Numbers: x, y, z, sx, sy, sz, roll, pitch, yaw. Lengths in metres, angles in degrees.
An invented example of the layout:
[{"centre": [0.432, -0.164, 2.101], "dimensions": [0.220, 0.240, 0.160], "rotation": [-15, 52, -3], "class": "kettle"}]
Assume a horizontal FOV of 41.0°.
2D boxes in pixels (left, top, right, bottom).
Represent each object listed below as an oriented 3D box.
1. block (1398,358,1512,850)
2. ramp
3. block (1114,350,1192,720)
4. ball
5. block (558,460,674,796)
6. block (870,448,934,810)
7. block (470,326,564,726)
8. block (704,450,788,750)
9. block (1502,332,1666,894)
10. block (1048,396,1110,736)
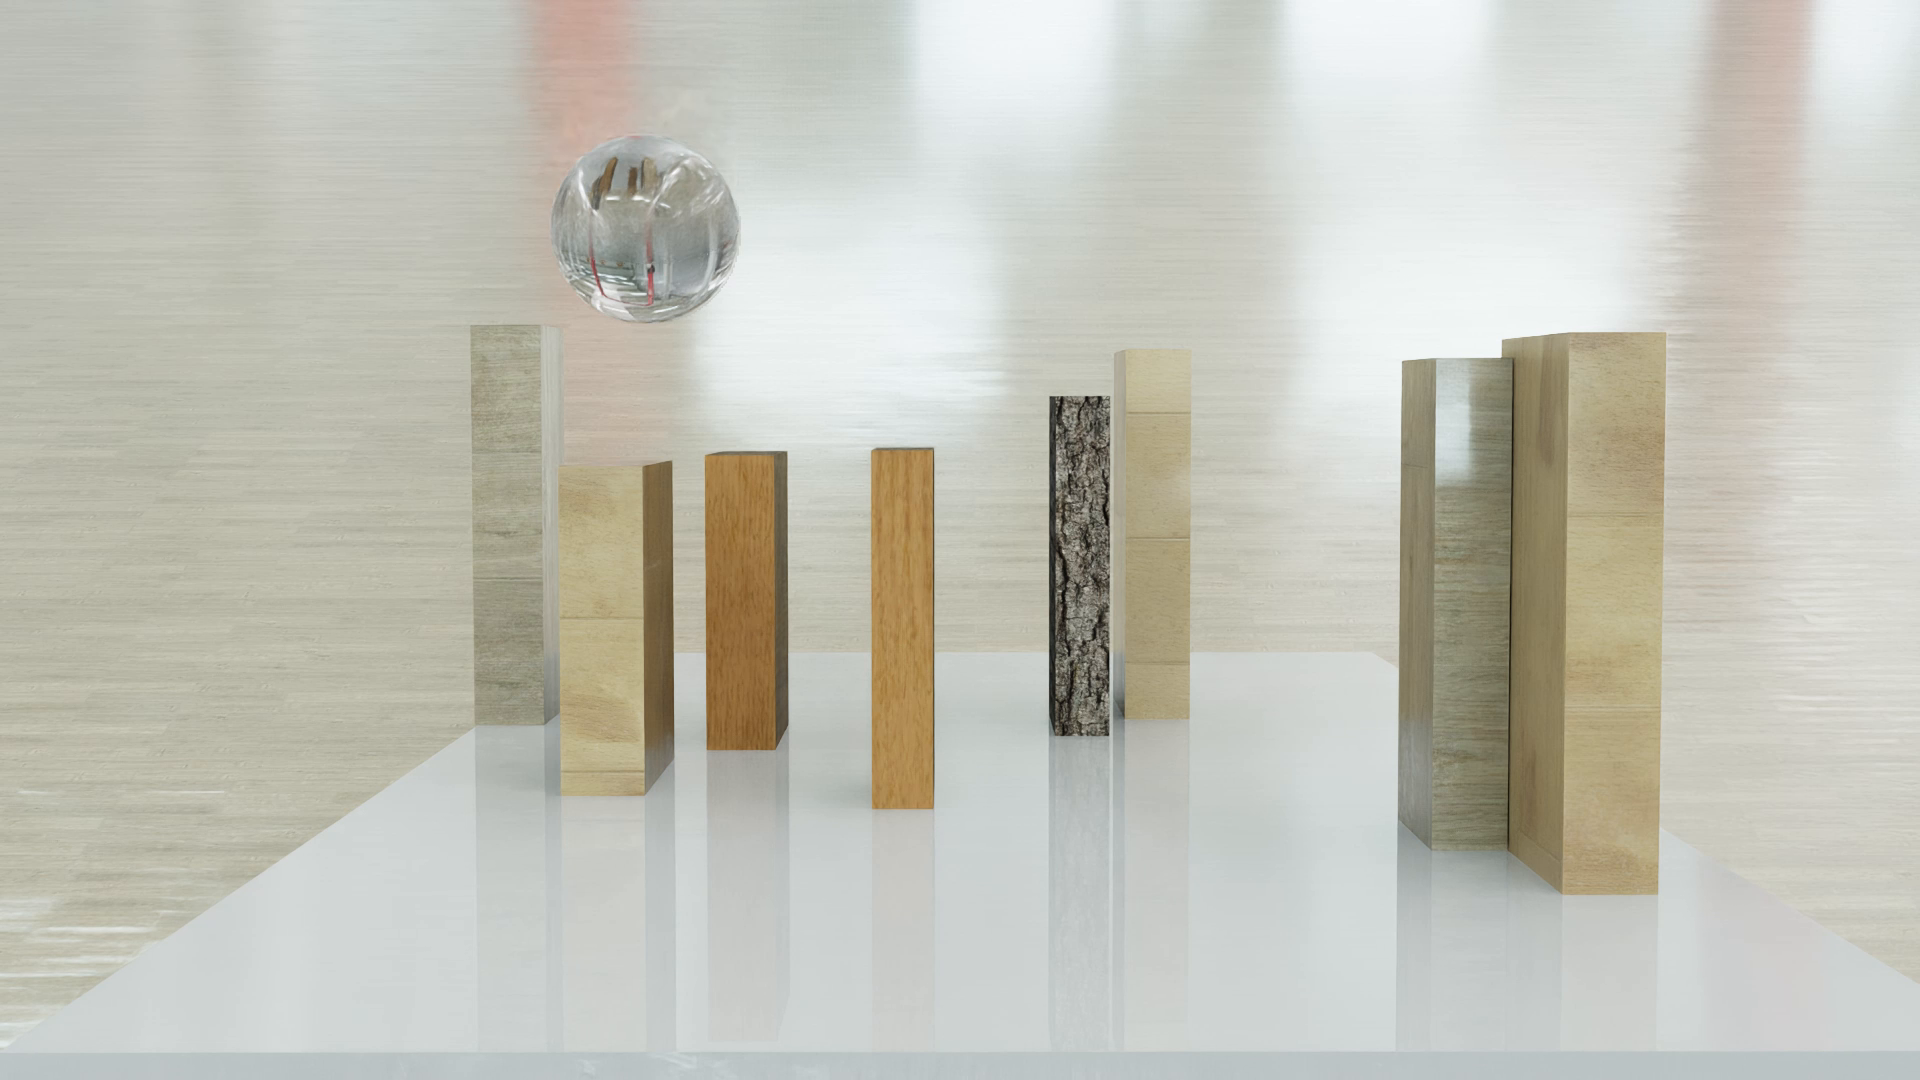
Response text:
[{"centre": [0.724, 0.085, 3.778], "dimensions": [0.107, 0.700, 0.283], "rotation": [0, 3, 0], "class": "block"}, {"centre": [0.049, 0.445, 4.532], "dimensions": [2.000, 0.100, 4.000], "rotation": [0, 3, 0], "class": "ramp"}, {"centre": [0.396, -0.021, 5.335], "dimensions": [0.130, 0.741, 0.390], "rotation": [0, 3, 0], "class": "block"}, {"centre": [-0.326, -0.322, 2.659], "dimensions": [0.195, 0.195, 0.195], "rotation": [0, 21, 0], "class": "ball"}, {"centre": [-0.580, 0.136, 4.375], "dimensions": [0.136, 0.534, 0.444], "rotation": [0, 3, 0], "class": "block"}, {"centre": [-0.090, 0.134, 4.151], "dimensions": [0.096, 0.562, 0.276], "rotation": [0, 3, 0], "class": "block"}, {"centre": [-0.890, -0.036, 5.201], "dimensions": [0.137, 0.788, 0.299], "rotation": [0, 3, 0], "class": "block"}, {"centre": [-0.402, 0.105, 4.884], "dimensions": [0.126, 0.541, 0.379], "rotation": [0, 3, 0], "class": "block"}, {"centre": [0.843, 0.086, 3.516], "dimensions": [0.124, 0.727, 0.410], "rotation": [0, 3, 0], "class": "block"}, {"centre": [0.233, 0.041, 5.059], "dimensions": [0.103, 0.648, 0.347], "rotation": [0, 3, 0], "class": "block"}]
